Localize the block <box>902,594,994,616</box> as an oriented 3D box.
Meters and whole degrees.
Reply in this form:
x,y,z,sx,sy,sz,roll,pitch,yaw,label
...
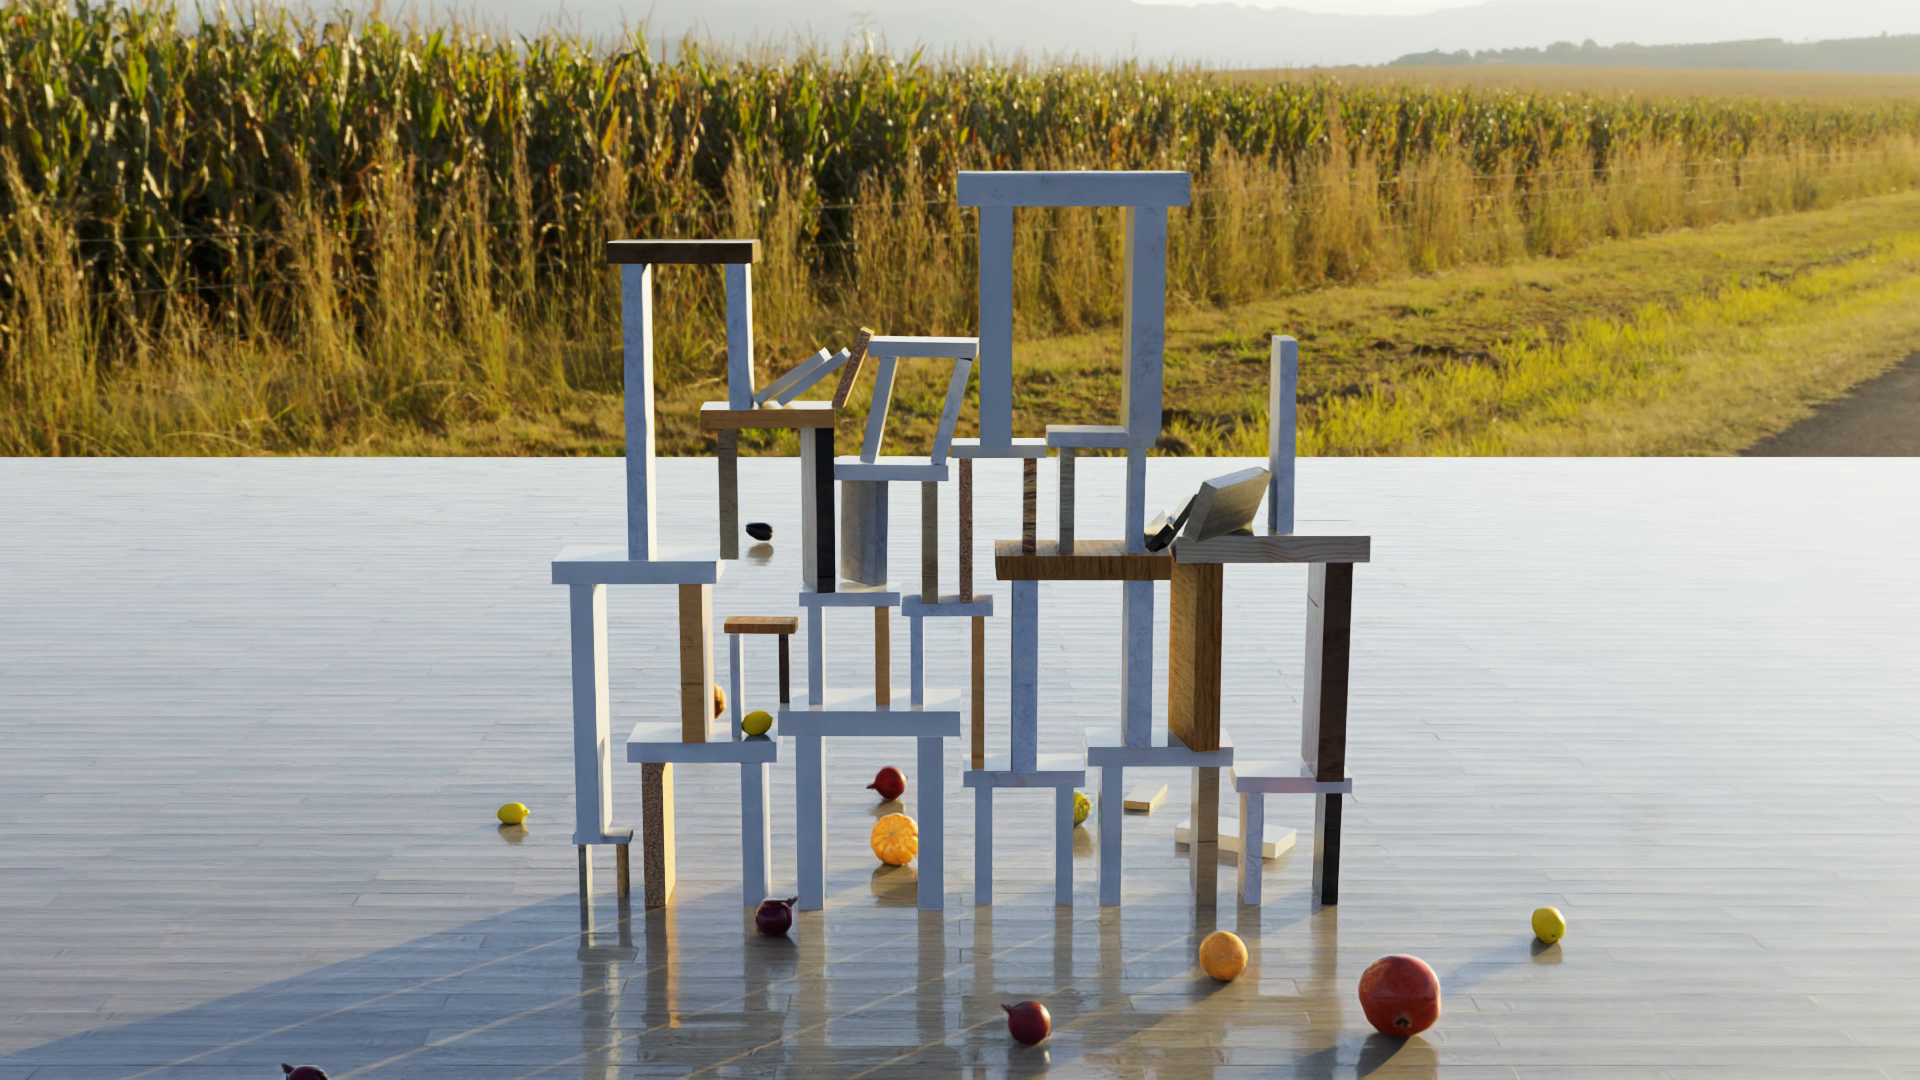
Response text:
x,y,z,sx,sy,sz,roll,pitch,yaw,label
-0.020,0.106,3.575,0.148,0.021,0.074,0,11,0,block

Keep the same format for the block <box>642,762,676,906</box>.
x,y,z,sx,sy,sz,roll,pitch,yaw,label
-0.500,0.470,3.649,0.034,0.243,0.122,0,11,0,block

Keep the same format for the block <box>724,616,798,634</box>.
x,y,z,sx,sy,sz,roll,pitch,yaw,label
-0.324,0.139,3.590,0.115,0.016,0.058,0,11,2,block

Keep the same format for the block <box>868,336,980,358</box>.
x,y,z,sx,sy,sz,roll,pitch,yaw,label
-0.057,-0.307,3.503,0.171,0.024,0.085,1,11,3,block

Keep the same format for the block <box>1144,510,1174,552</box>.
x,y,z,sx,sy,sz,roll,pitch,yaw,label
0.316,-0.015,3.515,0.014,0.051,0.102,41,13,-7,block

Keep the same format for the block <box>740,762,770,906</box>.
x,y,z,sx,sy,sz,roll,pitch,yaw,label
-0.338,0.470,3.650,0.034,0.243,0.122,0,11,0,block

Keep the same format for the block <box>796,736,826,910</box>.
x,y,z,sx,sy,sz,roll,pitch,yaw,label
-0.246,0.446,3.638,0.042,0.293,0.147,0,11,-1,block

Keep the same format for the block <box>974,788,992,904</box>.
x,y,z,sx,sy,sz,roll,pitch,yaw,label
0.039,0.492,3.651,0.028,0.199,0.099,0,11,0,block

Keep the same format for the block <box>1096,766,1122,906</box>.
x,y,z,sx,sy,sz,roll,pitch,yaw,label
0.248,0.473,3.651,0.033,0.236,0.118,0,11,1,block

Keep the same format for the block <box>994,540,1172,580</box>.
x,y,z,sx,sy,sz,roll,pitch,yaw,label
0.197,0.032,3.567,0.278,0.039,0.139,0,11,-1,block

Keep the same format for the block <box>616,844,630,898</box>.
x,y,z,sx,sy,sz,roll,pitch,yaw,label
-0.561,0.544,3.662,0.013,0.094,0.047,0,11,0,block

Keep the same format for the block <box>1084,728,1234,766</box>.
x,y,z,sx,sy,sz,roll,pitch,yaw,label
0.326,0.341,3.627,0.236,0.033,0.118,0,11,0,block

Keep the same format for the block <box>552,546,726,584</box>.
x,y,z,sx,sy,sz,roll,pitch,yaw,label
-0.520,0.040,3.568,0.263,0.037,0.131,0,11,0,block

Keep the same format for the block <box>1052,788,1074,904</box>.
x,y,z,sx,sy,sz,roll,pitch,yaw,label
0.171,0.492,3.652,0.028,0.199,0.099,0,11,0,block

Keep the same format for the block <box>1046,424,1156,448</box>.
x,y,z,sx,sy,sz,roll,pitch,yaw,label
0.224,-0.166,3.526,0.170,0.024,0.085,1,11,-1,block

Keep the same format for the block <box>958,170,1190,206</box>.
x,y,z,sx,sy,sz,roll,pitch,yaw,label
0.175,-0.553,3.455,0.356,0.050,0.178,0,11,0,block

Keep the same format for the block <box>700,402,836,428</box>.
x,y,z,sx,sy,sz,roll,pitch,yaw,label
-0.306,-0.201,3.524,0.211,0.030,0.106,0,11,-2,block

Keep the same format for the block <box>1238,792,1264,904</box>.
x,y,z,sx,sy,sz,roll,pitch,yaw,label
0.482,0.498,3.648,0.027,0.189,0.095,0,11,0,block

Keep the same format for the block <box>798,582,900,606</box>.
x,y,z,sx,sy,sz,roll,pitch,yaw,label
-0.179,0.088,3.580,0.163,0.023,0.081,0,11,-1,block

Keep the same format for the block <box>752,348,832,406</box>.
x,y,z,sx,sy,sz,roll,pitch,yaw,label
-0.269,-0.262,3.530,0.130,0.018,0.065,-33,6,10,block

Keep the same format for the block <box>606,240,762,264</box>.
x,y,z,sx,sy,sz,roll,pitch,yaw,label
-0.435,-0.456,3.476,0.229,0.032,0.114,0,11,1,block

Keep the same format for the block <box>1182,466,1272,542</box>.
x,y,z,sx,sy,sz,roll,pitch,yaw,label
0.425,-0.058,3.488,0.027,0.095,0.191,31,25,26,block

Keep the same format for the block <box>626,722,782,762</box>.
x,y,z,sx,sy,sz,roll,pitch,yaw,label
-0.419,0.334,3.625,0.243,0.034,0.122,0,11,0,block

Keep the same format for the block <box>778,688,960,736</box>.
x,y,z,sx,sy,sz,roll,pitch,yaw,label
-0.146,0.282,3.607,0.293,0.042,0.147,0,11,0,block

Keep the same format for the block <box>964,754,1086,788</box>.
x,y,z,sx,sy,sz,roll,pitch,yaw,label
0.105,0.380,3.631,0.199,0.028,0.099,0,11,0,block

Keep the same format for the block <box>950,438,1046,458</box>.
x,y,z,sx,sy,sz,roll,pitch,yaw,label
0.062,-0.148,3.535,0.152,0.022,0.076,0,11,-1,block

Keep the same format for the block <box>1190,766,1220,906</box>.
x,y,z,sx,sy,sz,roll,pitch,yaw,label
0.406,0.473,3.651,0.033,0.236,0.118,0,11,0,block

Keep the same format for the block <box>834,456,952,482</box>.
x,y,z,sx,sy,sz,roll,pitch,yaw,label
-0.107,-0.115,3.544,0.182,0.026,0.091,1,11,2,block

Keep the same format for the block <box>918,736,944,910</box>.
x,y,z,sx,sy,sz,roll,pitch,yaw,label
-0.048,0.447,3.636,0.042,0.293,0.147,0,11,0,block

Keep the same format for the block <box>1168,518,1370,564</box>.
x,y,z,sx,sy,sz,roll,pitch,yaw,label
0.496,0.001,3.560,0.308,0.044,0.154,0,11,-1,block

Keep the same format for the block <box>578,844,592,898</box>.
x,y,z,sx,sy,sz,roll,pitch,yaw,label
-0.624,0.544,3.662,0.013,0.094,0.047,0,11,0,block

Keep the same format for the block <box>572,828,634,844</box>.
x,y,z,sx,sy,sz,roll,pitch,yaw,label
-0.593,0.491,3.652,0.094,0.013,0.047,0,11,0,block

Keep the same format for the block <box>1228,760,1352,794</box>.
x,y,z,sx,sy,sz,roll,pitch,yaw,label
0.544,0.391,3.629,0.189,0.027,0.094,0,11,-1,block
